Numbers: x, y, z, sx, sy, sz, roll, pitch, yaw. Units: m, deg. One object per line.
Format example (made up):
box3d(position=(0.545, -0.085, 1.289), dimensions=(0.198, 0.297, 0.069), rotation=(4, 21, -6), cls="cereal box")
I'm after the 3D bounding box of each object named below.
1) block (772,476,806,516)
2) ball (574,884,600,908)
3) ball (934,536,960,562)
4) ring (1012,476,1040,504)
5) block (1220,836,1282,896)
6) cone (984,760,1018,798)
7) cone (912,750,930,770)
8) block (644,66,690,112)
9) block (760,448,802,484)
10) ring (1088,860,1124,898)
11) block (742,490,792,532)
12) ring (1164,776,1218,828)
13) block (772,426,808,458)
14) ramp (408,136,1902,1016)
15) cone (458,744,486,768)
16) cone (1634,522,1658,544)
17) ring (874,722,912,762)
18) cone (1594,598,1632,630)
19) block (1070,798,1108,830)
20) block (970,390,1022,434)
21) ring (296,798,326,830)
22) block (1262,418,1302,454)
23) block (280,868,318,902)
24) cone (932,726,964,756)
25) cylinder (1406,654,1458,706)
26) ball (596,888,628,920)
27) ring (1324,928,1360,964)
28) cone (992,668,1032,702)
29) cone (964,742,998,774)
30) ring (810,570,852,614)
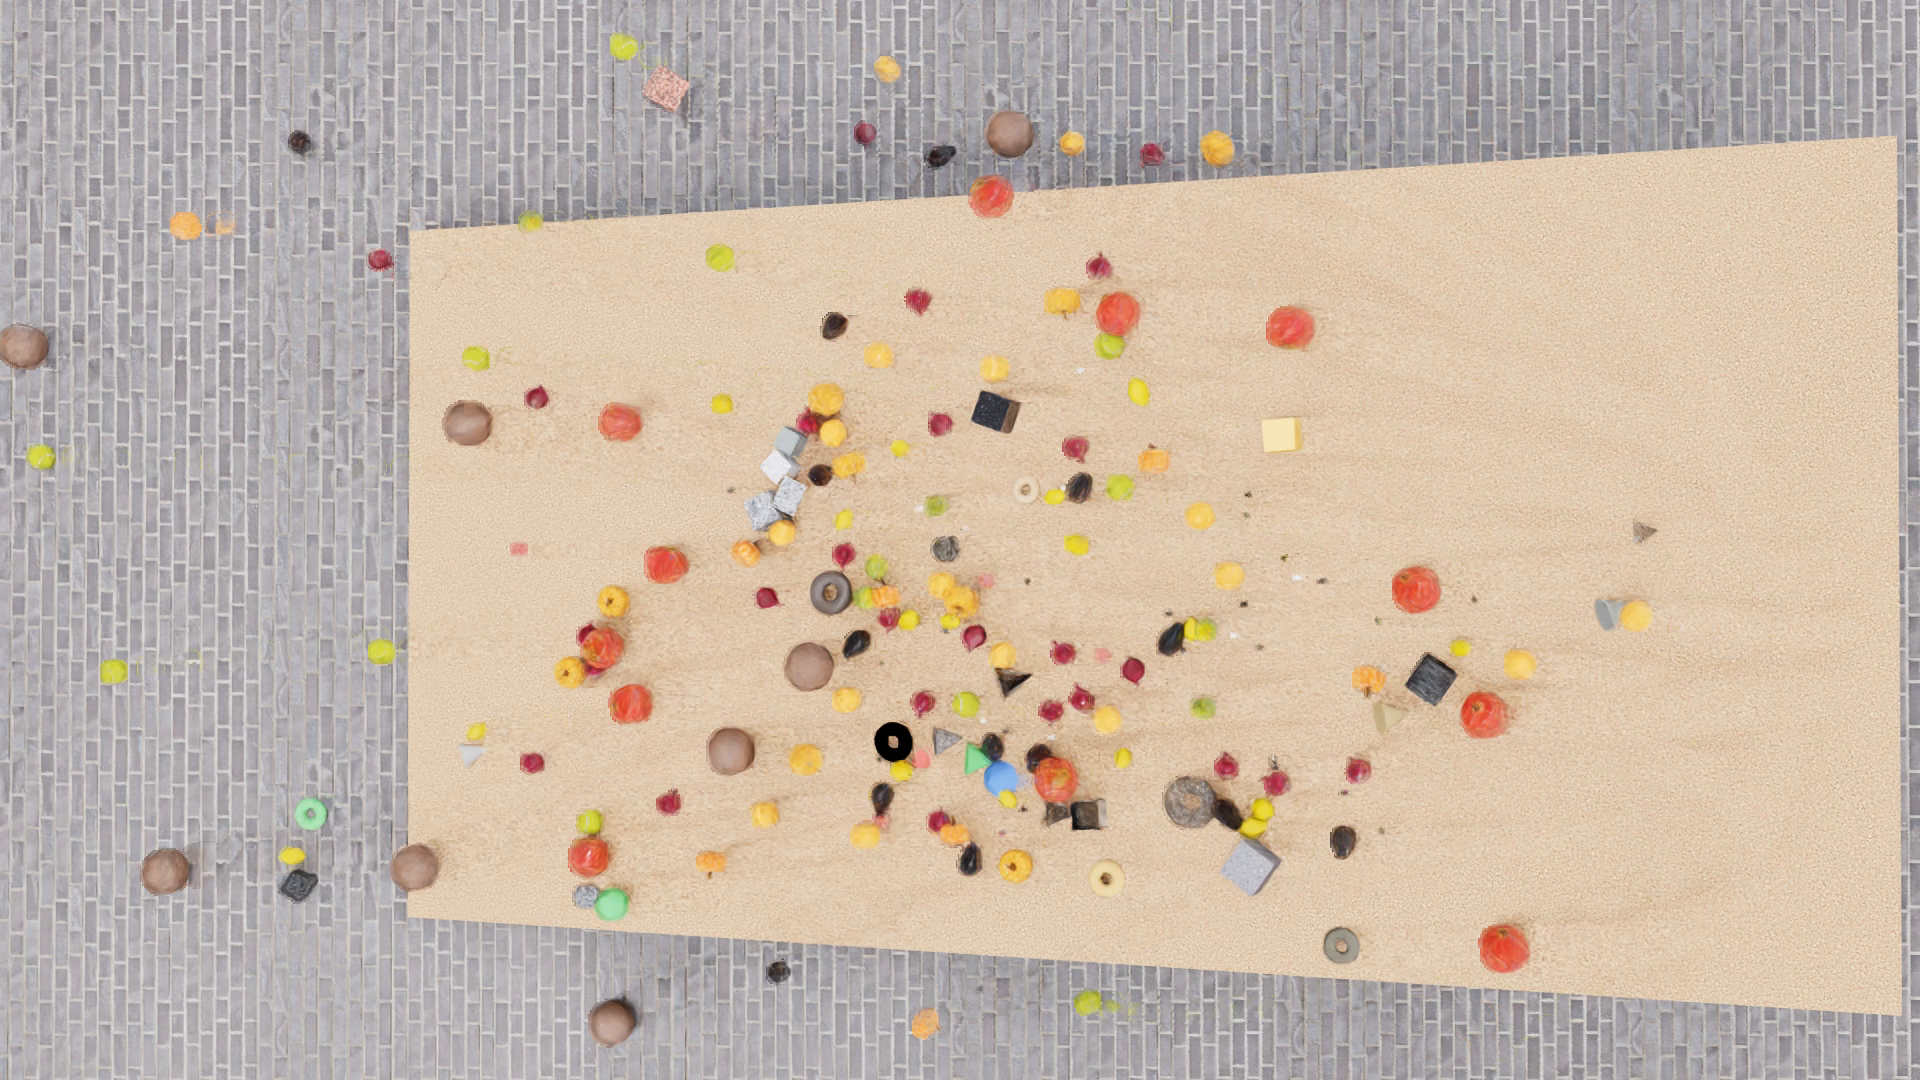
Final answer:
box3d(position=(-0.458, -0.118, 5.898), dimensions=(0.064, 0.064, 0.064), rotation=(25, 54, -3), cls="block")
box3d(position=(-1.042, 0.995, 6.150), dimensions=(0.068, 0.068, 0.068), rotation=(0, 89, 0), cls="ball")
box3d(position=(-0.036, 0.024, 5.781), dimensions=(0.070, 0.070, 0.070), rotation=(0, 89, 0), cls="ball")
box3d(position=(0.173, -0.131, 5.728), dimensions=(0.077, 0.026, 0.077), rotation=(0, 91, 20), cls="ring")
box3d(position=(0.724, 0.811, 5.468), dimensions=(0.100, 0.100, 0.100), rotation=(36, 102, 17), cls="block")
box3d(position=(0.090, 0.625, 5.712), dimensions=(0.096, 0.096, 0.096), rotation=(0, 89, 21), cls="cone")
box3d(position=(-0.114, 0.590, 5.828), dimensions=(0.052, 0.052, 0.052), rotation=(20, 56, -32), cls="cone")
box3d(position=(-0.856, -1.314, 6.419), dimensions=(0.096, 0.096, 0.096), rotation=(29, 93, -15), cls="block")
box3d(position=(-0.485, -0.197, 5.955), dimensions=(0.069, 0.069, 0.069), rotation=(45, 104, 15), cls="block")
box3d(position=(0.376, 0.868, 5.635), dimensions=(0.095, 0.032, 0.095), rotation=(0, 91, 20), cls="ring")
box3d(position=(-0.523, -0.079, 5.960), dimensions=(0.082, 0.082, 0.082), rotation=(-26, 80, 19), cls="block")
box3d(position=(0.583, 0.661, 5.548), dimensions=(0.137, 0.046, 0.137), rotation=(2, 97, 16), cls="ring")
box3d(position=(-0.458, -0.266, 5.950), dimensions=(0.060, 0.060, 0.060), rotation=(31, 100, 18), cls="block")
box3d(position=(0.282, 0.088, 5.751), dimensions=(4.000, 0.100, 2.000), rotation=(0, 89, 21), cls="ramp")
box3d(position=(-1.389, 0.609, 6.305), dimensions=(0.074, 0.074, 0.074), rotation=(-19, 89, -7), cls="cone")
box3d(position=(1.622, -0.021, 5.180), dimensions=(0.052, 0.052, 0.052), rotation=(-8, 89, -6), cls="cone")
box3d(position=(-0.177, 0.537, 5.846), dimensions=(0.107, 0.036, 0.107), rotation=(1, 94, 22), cls="ring")
box3d(position=(1.556, 0.162, 5.196), dimensions=(0.079, 0.079, 0.079), rotation=(-19, 89, -7), cls="cone")
box3d(position=(0.331, 0.704, 5.632), dimensions=(0.072, 0.072, 0.072), rotation=(-6, 87, 21), cls="block")
box3d(position=(0.094, -0.334, 5.728), dimensions=(0.086, 0.086, 0.086), rotation=(21, 97, 20), cls="block")
box3d(position=(-1.913, 0.808, 6.481), dimensions=(0.094, 0.031, 0.094), rotation=(0, 91, 1), cls="ring")
box3d(position=(0.800, -0.259, 5.464), dimensions=(0.078, 0.078, 0.078), rotation=(-4, 88, 21), cls="block")
box3d(position=(-1.942, 1.015, 6.457), dimensions=(0.066, 0.066, 0.066), rotation=(34, 92, 4), cls="block")
box3d(position=(-0.027, 0.524, 5.790), dimensions=(0.079, 0.079, 0.079), rotation=(-6, 89, -6), cls="cone")
box3d(position=(1.141, 0.339, 5.321), dimensions=(0.090, 0.090, 0.090), rotation=(33, 101, 0), cls="cylinder")
box3d(position=(-0.965, 1.011, 6.110), dimensions=(0.089, 0.089, 0.089), rotation=(0, 89, 0), cls="ball")
box3d(position=(0.941, 1.002, 5.420), dimensions=(0.091, 0.030, 0.091), rotation=(1, 93, 23), cls="ring")
box3d(position=(0.146, 0.364, 5.723), dimensions=(0.095, 0.095, 0.095), rotation=(-17, 89, -7), cls="cone")
box3d(position=(0.060, 0.574, 5.755), dimensions=(0.085, 0.085, 0.085), rotation=(5, 89, -6), cls="cone")
box3d(position=(-0.347, 0.141, 5.913), dimensions=(0.122, 0.041, 0.122), rotation=(-1, 88, 20), cls="ring")
